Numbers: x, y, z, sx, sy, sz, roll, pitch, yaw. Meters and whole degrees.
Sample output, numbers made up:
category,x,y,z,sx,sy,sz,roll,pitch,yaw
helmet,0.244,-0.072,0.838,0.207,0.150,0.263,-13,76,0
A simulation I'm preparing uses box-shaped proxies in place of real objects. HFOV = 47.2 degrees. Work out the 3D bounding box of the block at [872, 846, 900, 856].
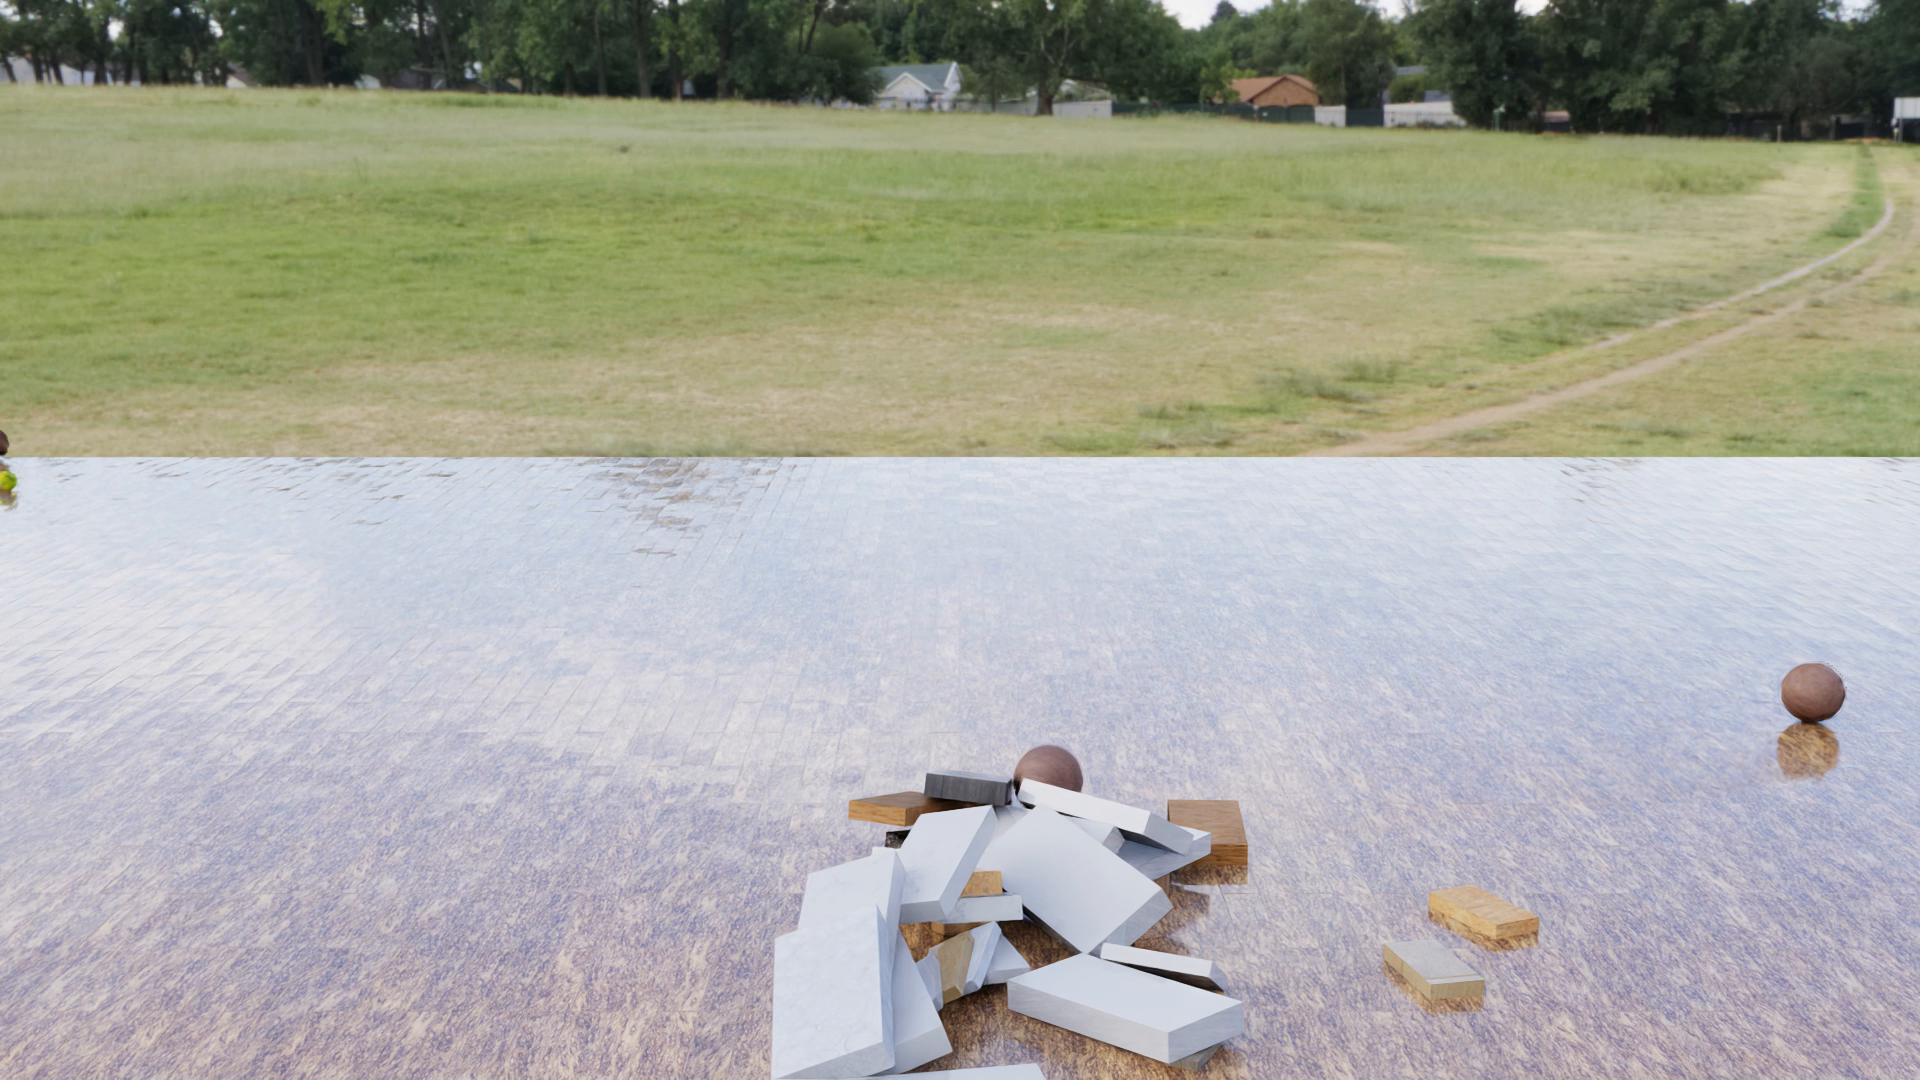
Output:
category,x,y,z,sx,sy,sz,roll,pitch,yaw
block,-0.094,0.534,3.698,0.058,0.016,0.115,0,-15,30

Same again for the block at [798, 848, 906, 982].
category,x,y,z,sx,sy,sz,roll,pitch,yaw
block,-0.164,0.568,3.213,0.143,0.041,0.286,-18,24,12

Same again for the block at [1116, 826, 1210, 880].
category,x,y,z,sx,sy,sz,roll,pitch,yaw
block,0.297,0.529,3.697,0.129,0.037,0.258,8,13,38

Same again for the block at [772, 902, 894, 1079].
category,x,y,z,sx,sy,sz,roll,pitch,yaw
block,-0.174,0.626,2.996,0.156,0.044,0.311,-20,25,6

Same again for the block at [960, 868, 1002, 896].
category,x,y,z,sx,sy,sz,roll,pitch,yaw
block,-0.025,0.549,3.526,0.127,0.036,0.254,-1,-7,-13

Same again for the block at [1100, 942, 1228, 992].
category,x,y,z,sx,sy,sz,roll,pitch,yaw
block,0.302,0.632,3.257,0.170,0.024,0.085,5,-22,26

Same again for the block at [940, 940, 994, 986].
category,x,y,z,sx,sy,sz,roll,pitch,yaw
block,0.009,0.641,3.337,0.072,0.020,0.143,-1,11,-4

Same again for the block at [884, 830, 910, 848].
category,x,y,z,sx,sy,sz,roll,pitch,yaw
block,-0.034,0.522,3.804,0.108,0.030,0.215,4,-3,24

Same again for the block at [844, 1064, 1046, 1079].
category,x,y,z,sx,sy,sz,roll,pitch,yaw
block,-0.025,0.729,2.812,0.286,0.041,0.143,-2,11,-11

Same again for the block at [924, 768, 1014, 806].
category,x,y,z,sx,sy,sz,roll,pitch,yaw
block,0.021,0.442,3.946,0.136,0.039,0.518,7,-5,3

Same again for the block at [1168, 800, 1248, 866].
category,x,y,z,sx,sy,sz,roll,pitch,yaw
block,0.441,0.522,3.937,0.129,0.037,0.258,1,11,3

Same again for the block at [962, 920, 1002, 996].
category,x,y,z,sx,sy,sz,roll,pitch,yaw
block,0.013,0.623,3.247,0.069,0.020,0.139,-25,19,26

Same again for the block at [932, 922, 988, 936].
category,x,y,z,sx,sy,sz,roll,pitch,yaw
block,0.001,0.602,3.437,0.072,0.020,0.143,-2,-7,-9

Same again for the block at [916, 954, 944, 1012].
category,x,y,z,sx,sy,sz,roll,pitch,yaw
block,-0.061,0.650,3.162,0.069,0.020,0.139,-33,15,6

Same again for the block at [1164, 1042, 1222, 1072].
category,x,y,z,sx,sy,sz,roll,pitch,yaw
block,0.321,0.703,3.026,0.048,0.014,0.095,5,12,26

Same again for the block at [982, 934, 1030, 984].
category,x,y,z,sx,sy,sz,roll,pitch,yaw
block,0.050,0.628,3.299,0.072,0.020,0.143,-3,11,-16

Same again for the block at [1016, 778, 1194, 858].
category,x,y,z,sx,sy,sz,roll,pitch,yaw
block,0.241,0.463,3.676,0.273,0.039,0.136,10,-15,42

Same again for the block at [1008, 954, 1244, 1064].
category,x,y,z,sx,sy,sz,roll,pitch,yaw
block,0.232,0.661,3.121,0.156,0.044,0.311,-10,11,-42

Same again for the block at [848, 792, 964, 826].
category,x,y,z,sx,sy,sz,roll,pitch,yaw
block,-0.090,0.457,3.744,0.108,0.030,0.215,4,0,27

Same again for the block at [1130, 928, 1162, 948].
category,x,y,z,sx,sy,sz,roll,pitch,yaw
block,0.276,0.619,3.473,0.048,0.014,0.095,-4,11,-22

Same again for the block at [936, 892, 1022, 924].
category,x,y,z,sx,sy,sz,roll,pitch,yaw
block,0.012,0.573,3.441,0.127,0.036,0.254,-2,-7,-9

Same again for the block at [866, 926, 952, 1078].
category,x,y,z,sx,sy,sz,roll,pitch,yaw
block,-0.120,0.650,3.106,0.143,0.041,0.413,-22,14,-6

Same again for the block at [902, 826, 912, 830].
category,x,y,z,sx,sy,sz,roll,pitch,yaw
block,-0.012,0.498,3.903,0.108,0.030,0.215,4,-3,21

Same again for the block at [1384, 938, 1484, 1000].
category,x,y,z,sx,sy,sz,roll,pitch,yaw
block,0.711,0.645,3.308,0.085,0.024,0.170,-2,11,-12

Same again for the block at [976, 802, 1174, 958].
category,x,y,z,sx,sy,sz,roll,pitch,yaw
block,0.172,0.543,3.473,0.156,0.044,0.356,-39,31,-14

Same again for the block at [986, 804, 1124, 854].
category,x,y,z,sx,sy,sz,roll,pitch,yaw
block,0.129,0.517,3.639,0.273,0.039,0.136,3,46,46

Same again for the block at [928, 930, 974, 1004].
category,x,y,z,sx,sy,sz,roll,pitch,yaw
block,-0.021,0.631,3.216,0.069,0.020,0.139,-29,17,19

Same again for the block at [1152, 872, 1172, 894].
category,x,y,z,sx,sy,sz,roll,pitch,yaw
block,0.229,0.558,3.741,0.258,0.037,0.129,1,11,8

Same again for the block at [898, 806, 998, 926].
category,x,y,z,sx,sy,sz,roll,pitch,yaw
block,-0.041,0.498,3.368,0.127,0.036,0.254,-11,22,26

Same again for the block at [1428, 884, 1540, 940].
category,x,y,z,sx,sy,sz,roll,pitch,yaw
block,0.845,0.600,3.552,0.085,0.024,0.170,-5,12,-25
